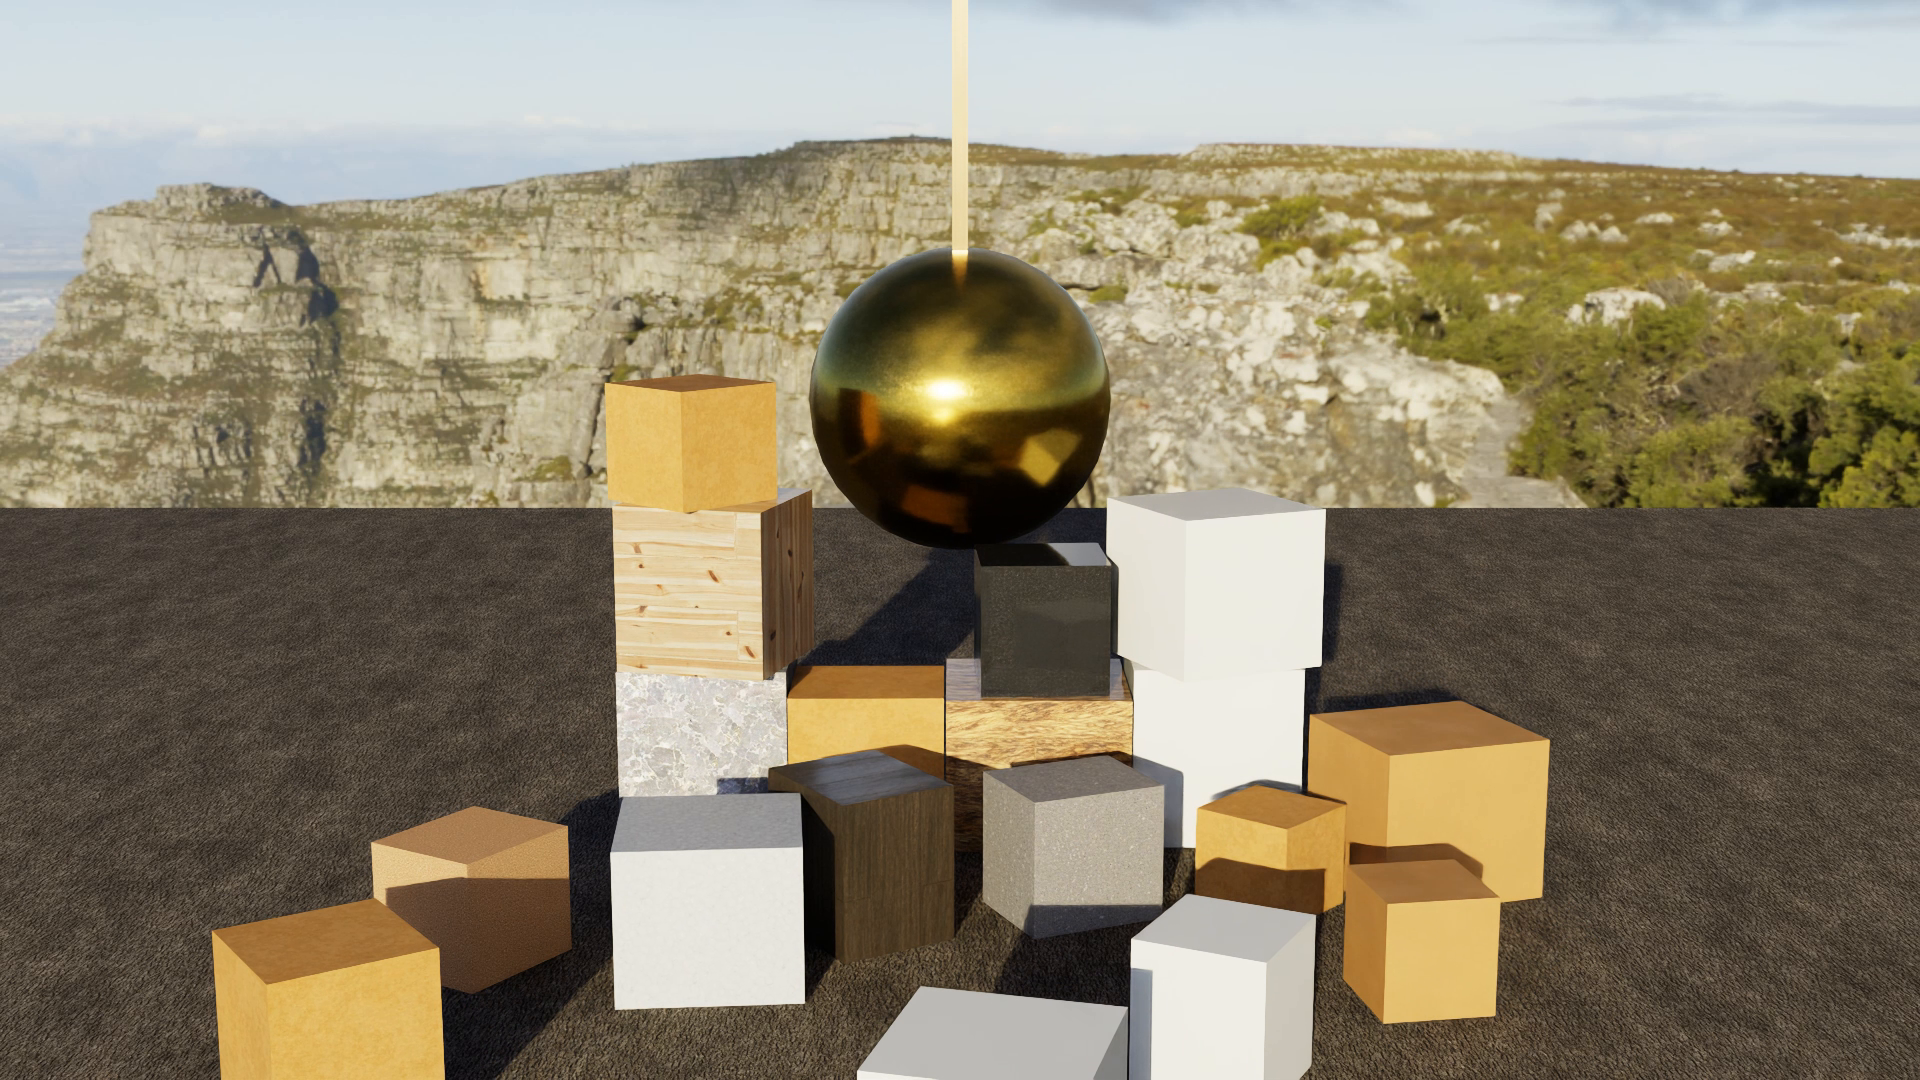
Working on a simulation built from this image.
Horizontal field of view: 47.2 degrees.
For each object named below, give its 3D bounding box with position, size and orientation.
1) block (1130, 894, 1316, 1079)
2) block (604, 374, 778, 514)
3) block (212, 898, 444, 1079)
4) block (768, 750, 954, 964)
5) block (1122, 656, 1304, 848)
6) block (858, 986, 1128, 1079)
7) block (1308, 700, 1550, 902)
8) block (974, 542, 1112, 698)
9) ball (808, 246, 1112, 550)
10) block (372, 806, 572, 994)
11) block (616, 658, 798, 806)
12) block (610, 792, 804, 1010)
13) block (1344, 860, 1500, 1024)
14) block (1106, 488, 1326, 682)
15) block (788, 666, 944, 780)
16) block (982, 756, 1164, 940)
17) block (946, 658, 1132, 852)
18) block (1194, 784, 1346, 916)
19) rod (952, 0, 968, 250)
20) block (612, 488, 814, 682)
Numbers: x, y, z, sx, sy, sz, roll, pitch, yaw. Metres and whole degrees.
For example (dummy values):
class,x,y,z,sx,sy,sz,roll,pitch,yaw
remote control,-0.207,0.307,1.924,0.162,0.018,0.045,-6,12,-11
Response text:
class,x,y,z,sx,sy,sz,roll,pitch,yaw
block,0.991,1.744,8.275,0.523,0.607,0.558,5,12,27
block,-1.336,-0.492,10.944,0.591,0.583,0.602,10,14,43
block,-2.275,1.766,7.930,0.610,0.687,0.632,-7,12,-34
block,-0.447,1.403,9.867,0.561,0.709,0.684,-7,12,-32
block,1.284,1.027,11.357,0.846,0.915,0.772,0,10,0
block,0.119,1.923,7.061,0.711,0.689,0.710,3,11,15
block,2.213,1.262,10.486,0.838,0.765,0.766,-4,11,-19
block,0.410,0.398,11.182,0.643,0.663,0.619,0,10,-3
ball,0.000,-0.745,11.634,1.600,1.600,1.600,0,10,0
block,-2.105,1.542,9.510,0.555,0.563,0.612,6,12,31
block,-1.285,1.033,11.361,0.844,0.902,0.765,0,10,0
block,-1.057,1.518,9.345,0.774,0.670,0.767,-1,10,-5
block,1.899,1.650,9.084,0.475,0.504,0.486,-2,10,-9
block,1.277,0.207,11.095,0.794,0.793,0.786,-5,11,-25
block,-0.468,1.110,11.255,0.771,0.790,0.691,0,10,0
block,0.516,1.399,10.108,0.652,0.631,0.542,-5,11,-24
block,0.391,1.096,11.365,0.922,0.776,0.896,0,10,0
block,1.437,1.463,10.191,0.492,0.475,0.494,9,14,40
rod,0.000,-4.016,10.705,0.080,5.200,0.080,0,16,0
block,-1.231,0.196,11.119,0.769,0.833,0.769,3,11,15
